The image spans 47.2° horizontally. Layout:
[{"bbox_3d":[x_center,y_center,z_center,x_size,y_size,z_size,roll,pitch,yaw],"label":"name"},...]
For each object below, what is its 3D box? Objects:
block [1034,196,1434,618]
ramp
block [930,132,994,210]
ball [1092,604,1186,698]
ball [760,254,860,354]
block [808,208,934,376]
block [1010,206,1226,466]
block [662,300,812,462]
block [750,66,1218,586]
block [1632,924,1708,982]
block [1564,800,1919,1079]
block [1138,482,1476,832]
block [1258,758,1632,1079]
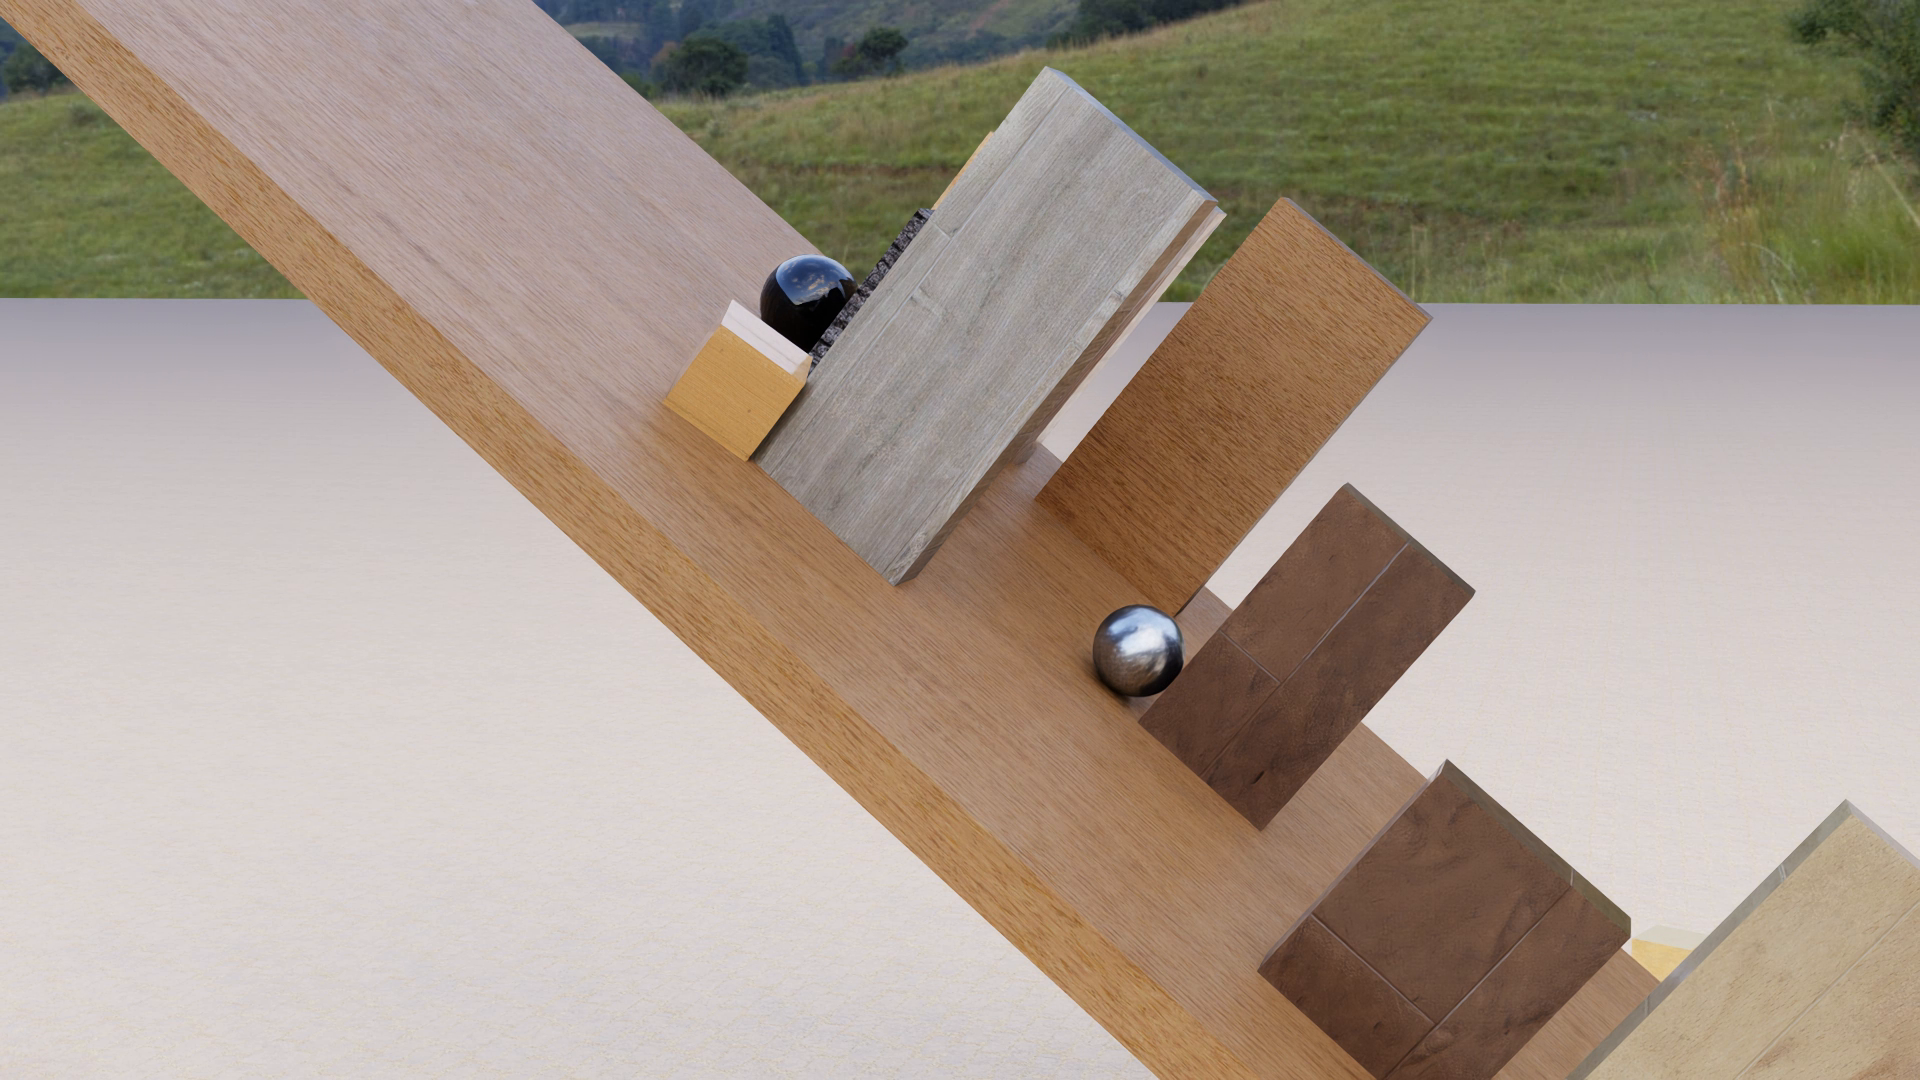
[{"bbox_3d":[0.551,-0.265,4.486,0.378,0.797,0.115,41,16,9],"label":"block"},{"bbox_3d":[-0.003,0.052,4.042,4.000,0.100,2.000,41,16,9],"label":"ramp"},{"bbox_3d":[0.029,-0.456,4.278,0.349,0.568,0.093,41,16,9],"label":"block"},{"bbox_3d":[0.315,0.195,3.874,0.164,0.164,0.164,0,7,0],"label":"ball"},{"bbox_3d":[-0.286,-0.450,4.235,0.200,0.200,0.200,0,7,0],"label":"ball"},{"bbox_3d":[-0.068,-0.356,4.081,0.306,0.409,0.115,41,16,9],"label":"block"},{"bbox_3d":[0.184,-0.555,4.672,0.414,0.683,0.094,41,16,9],"label":"block"},{"bbox_3d":[-0.364,-0.264,3.626,0.165,0.165,0.165,36,16,-11],"label":"block"},{"bbox_3d":[0.029,-0.335,3.538,0.327,0.796,0.114,41,16,9],"label":"block"},{"bbox_3d":[1.828,1.094,5.641,0.156,0.156,0.156,6,9,40],"label":"block"},{"bbox_3d":[1.013,0.730,2.862,0.328,0.768,0.084,41,16,9],"label":"block"},{"bbox_3d":[0.590,0.201,3.769,0.283,0.544,0.086,41,16,9],"label":"block"},{"bbox_3d":[0.704,0.591,3.210,0.344,0.409,0.100,41,16,9],"label":"block"}]
